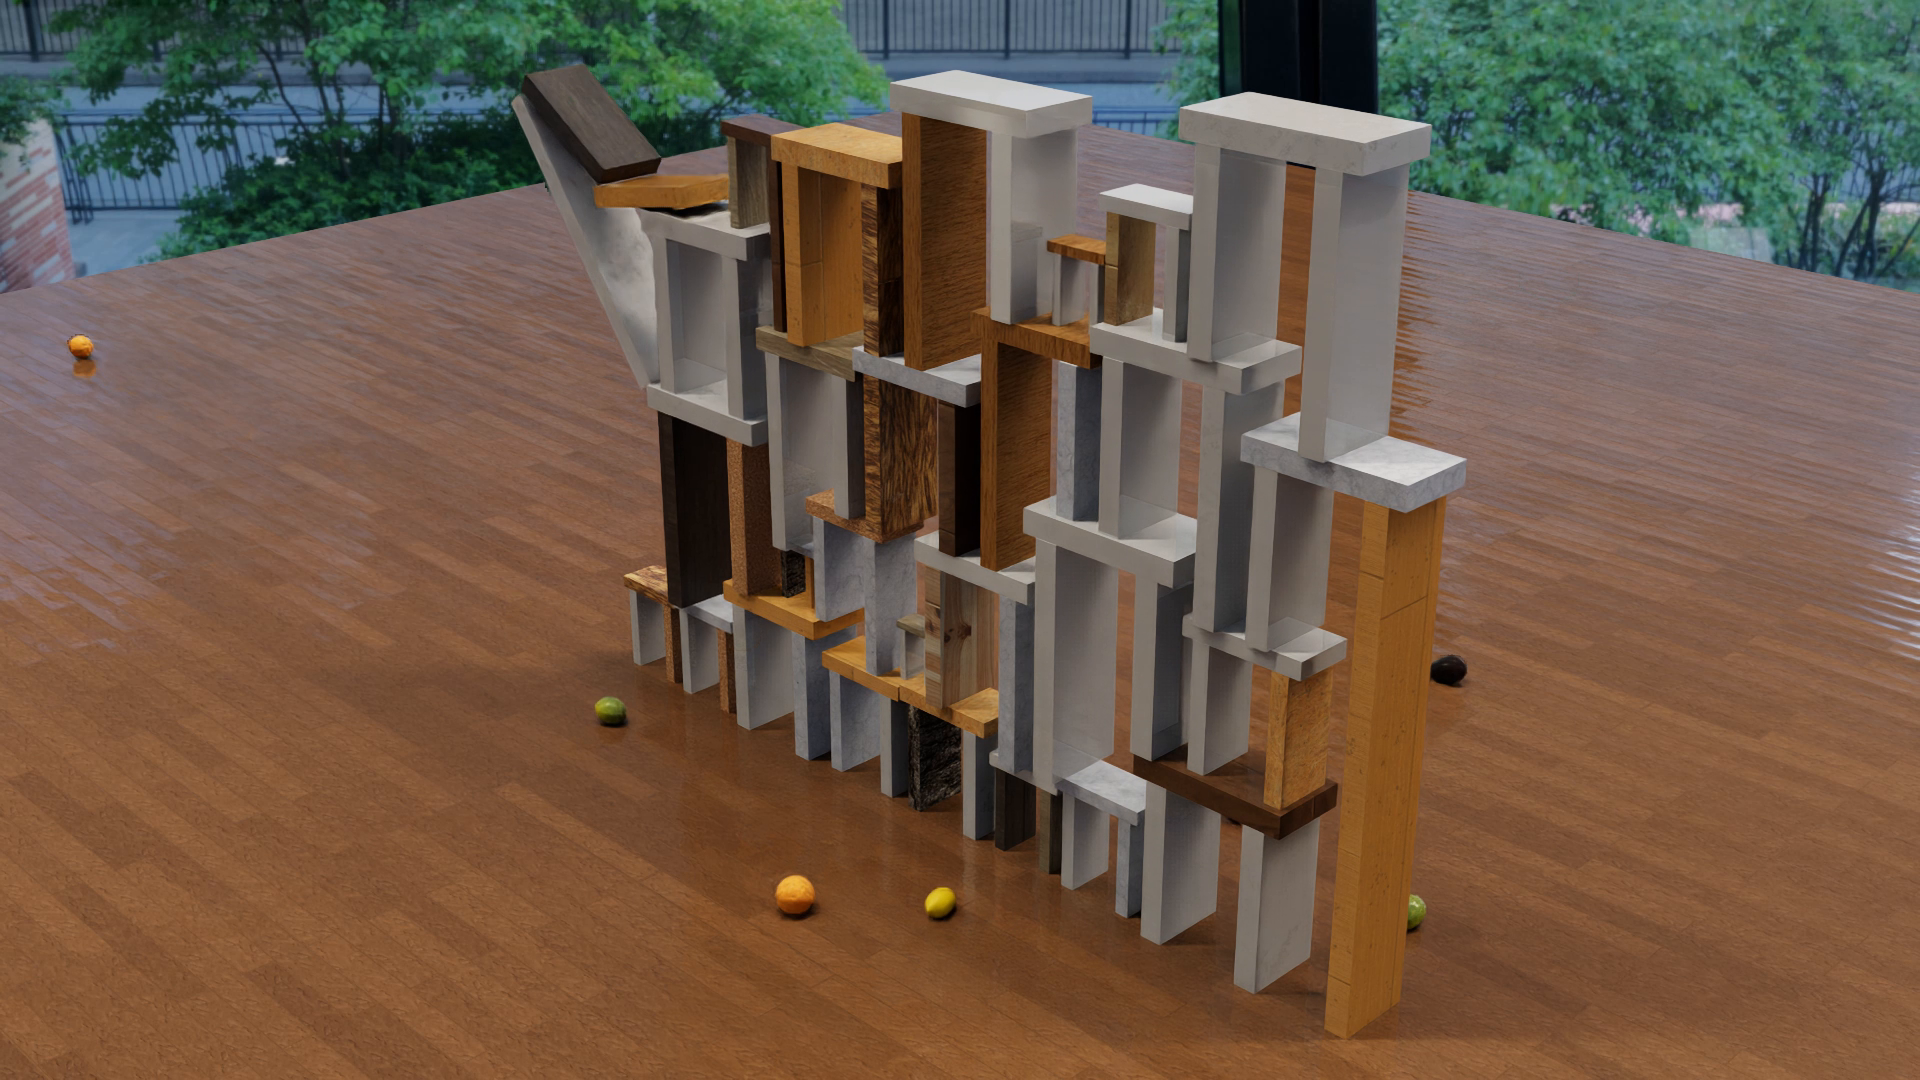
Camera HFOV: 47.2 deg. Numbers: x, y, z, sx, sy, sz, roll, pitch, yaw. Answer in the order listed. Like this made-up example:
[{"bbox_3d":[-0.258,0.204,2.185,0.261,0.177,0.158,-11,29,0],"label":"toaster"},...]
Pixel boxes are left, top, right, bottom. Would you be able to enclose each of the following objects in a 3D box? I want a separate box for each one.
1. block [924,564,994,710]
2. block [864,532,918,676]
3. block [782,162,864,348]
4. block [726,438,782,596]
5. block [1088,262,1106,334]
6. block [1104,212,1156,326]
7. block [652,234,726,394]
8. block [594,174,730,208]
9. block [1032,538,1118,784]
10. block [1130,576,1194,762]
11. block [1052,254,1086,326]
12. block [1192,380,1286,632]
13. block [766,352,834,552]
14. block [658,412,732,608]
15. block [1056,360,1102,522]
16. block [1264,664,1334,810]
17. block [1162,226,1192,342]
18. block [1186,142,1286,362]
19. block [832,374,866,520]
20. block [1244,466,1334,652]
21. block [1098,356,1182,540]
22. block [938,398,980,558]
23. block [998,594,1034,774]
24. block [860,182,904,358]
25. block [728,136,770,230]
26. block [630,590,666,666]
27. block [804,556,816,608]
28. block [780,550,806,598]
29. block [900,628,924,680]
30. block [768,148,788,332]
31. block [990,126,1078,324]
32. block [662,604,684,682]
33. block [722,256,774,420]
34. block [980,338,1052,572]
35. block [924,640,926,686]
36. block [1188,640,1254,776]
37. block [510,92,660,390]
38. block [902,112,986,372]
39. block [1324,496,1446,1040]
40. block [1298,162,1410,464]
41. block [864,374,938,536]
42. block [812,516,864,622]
[{"bbox_3d":[0.000,0.168,4.295,0.042,0.298,0.149,21,31,41],"label":"block"},{"bbox_3d":[-0.139,0.119,4.430,0.114,0.299,0.032,-21,31,-40],"label":"block"},{"bbox_3d":[-0.263,-0.567,4.269,0.163,0.356,0.046,-21,31,-40],"label":"block"},{"bbox_3d":[-0.403,-0.070,4.635,0.049,0.344,0.172,21,31,41],"label":"block"},{"bbox_3d":[0.251,-0.420,3.780,0.018,0.130,0.065,21,31,40],"label":"block"},{"bbox_3d":[0.287,-0.466,3.708,0.027,0.193,0.096,21,31,40],"label":"block"},{"bbox_3d":[-0.558,-0.491,4.628,0.048,0.337,0.168,21,31,41],"label":"block"},{"bbox_3d":[-0.609,-0.726,4.575,0.153,0.043,0.306,-21,21,-41],"label":"block"},{"bbox_3d":[0.214,0.202,4.065,0.049,0.484,0.173,21,31,40],"label":"block"},{"bbox_3d":[0.381,0.201,3.890,0.049,0.346,0.173,21,31,41],"label":"block"},{"bbox_3d":[0.190,-0.443,3.836,0.018,0.130,0.065,21,31,40],"label":"block"},{"bbox_3d":[0.467,-0.070,3.686,0.046,0.429,0.161,21,31,40],"label":"block"},{"bbox_3d":[-0.321,-0.196,4.496,0.147,0.422,0.042,-21,31,-40],"label":"block"},{"bbox_3d":[-0.566,-0.086,4.804,0.049,0.449,0.172,21,31,40],"label":"block"},{"bbox_3d":[0.235,-0.190,3.876,0.041,0.287,0.144,21,31,41],"label":"block"},{"bbox_3d":[0.575,0.320,3.732,0.036,0.252,0.126,21,31,41],"label":"block"},{"bbox_3d":[0.378,-0.431,3.625,0.027,0.193,0.096,21,31,40],"label":"block"},{"bbox_3d":[0.445,-0.476,3.533,0.049,0.348,0.174,21,31,40],"label":"block"},{"bbox_3d":[-0.182,-0.201,4.343,0.147,0.293,0.042,-21,31,-41],"label":"block"},{"bbox_3d":[0.547,0.011,3.637,0.160,0.320,0.045,-21,31,-41],"label":"block"},{"bbox_3d":[0.313,-0.177,3.802,0.046,0.321,0.161,21,31,40],"label":"block"},{"bbox_3d":[0.029,-0.134,4.128,0.152,0.304,0.043,-21,31,-41],"label":"block"},{"bbox_3d":[0.141,0.253,4.178,0.149,0.363,0.042,-21,31,-41],"label":"block"},{"bbox_3d":[-0.104,-0.519,4.117,0.163,0.326,0.046,-18,29,-36],"label":"block"},{"bbox_3d":[-0.415,-0.717,4.367,0.026,0.184,0.092,22,32,40],"label":"block"},{"bbox_3d":[-0.713,0.188,5.079,0.027,0.187,0.094,21,31,41],"label":"block"},{"bbox_3d":[-0.294,0.080,4.574,0.016,0.115,0.058,21,31,41],"label":"block"},{"bbox_3d":[-0.348,0.059,4.624,0.058,0.115,0.016,-21,31,-41],"label":"block"},{"bbox_3d":[-0.096,0.223,4.426,0.051,0.111,0.015,-21,30,-40],"label":"block"},{"bbox_3d":[-0.329,-0.595,4.323,0.026,0.365,0.092,21,31,40],"label":"block"},{"bbox_3d":[0.130,-0.559,3.847,0.166,0.333,0.047,-21,31,-41],"label":"block"},{"bbox_3d":[-0.625,0.222,4.998,0.027,0.187,0.094,21,31,41],"label":"block"},{"bbox_3d":[-0.398,-0.428,4.482,0.048,0.337,0.168,21,31,40],"label":"block"},{"bbox_3d":[0.103,-0.171,4.035,0.144,0.445,0.041,-21,31,-41],"label":"block"},{"bbox_3d":[-0.049,0.237,4.381,0.015,0.103,0.051,22,31,40],"label":"block"},{"bbox_3d":[0.456,0.274,3.841,0.036,0.252,0.126,21,31,41],"label":"block"},{"bbox_3d":[-0.761,-0.661,4.767,0.153,0.690,0.043,-21,-5,-41],"label":"block"},{"bbox_3d":[-0.027,-0.556,4.019,0.167,0.472,0.047,-21,31,-40],"label":"block"},{"bbox_3d":[0.698,0.373,3.627,0.160,0.979,0.045,-21,31,-41],"label":"block"},{"bbox_3d":[0.609,-0.361,3.403,0.174,0.458,0.049,-21,31,-41],"label":"block"},{"bbox_3d":[-0.114,-0.183,4.264,0.152,0.322,0.043,-21,31,-40],"label":"block"},{"bbox_3d":[-0.246,0.045,4.515,0.032,0.228,0.114,22,31,40],"label":"block"}]
